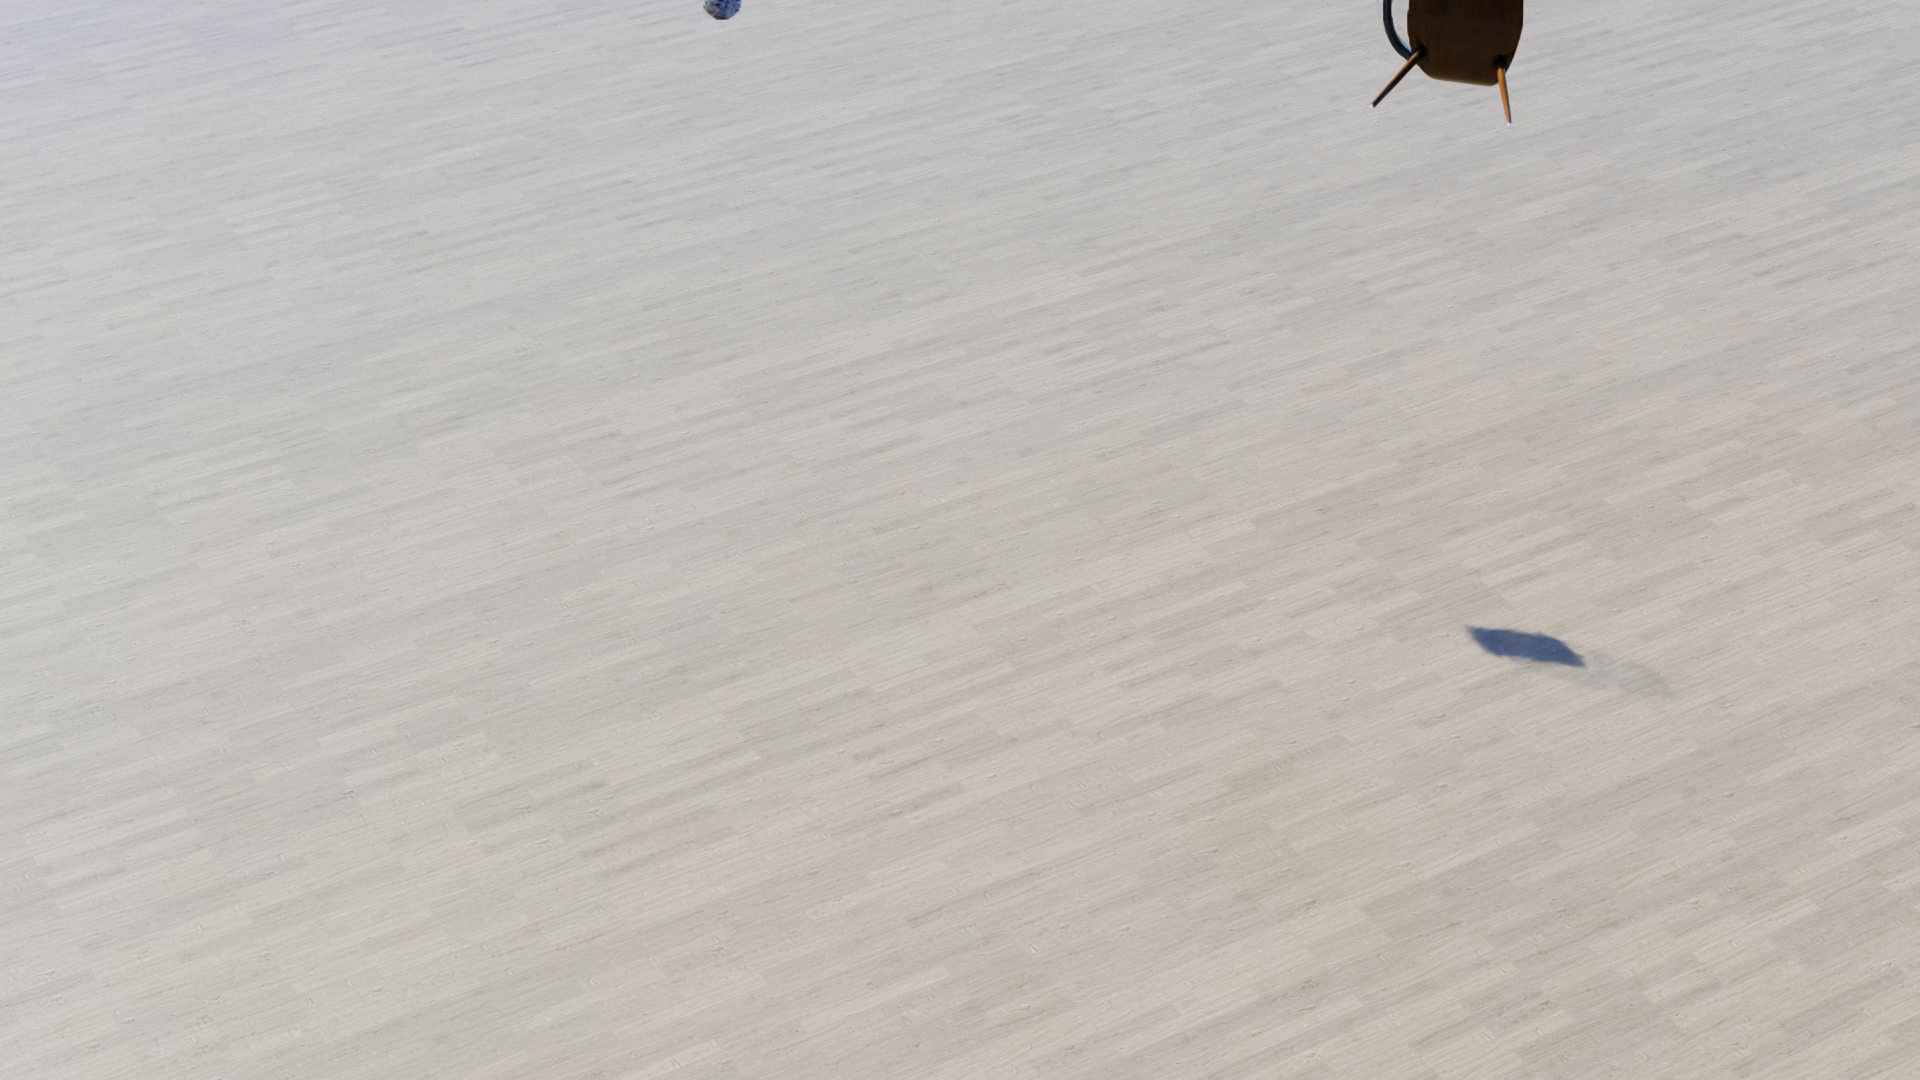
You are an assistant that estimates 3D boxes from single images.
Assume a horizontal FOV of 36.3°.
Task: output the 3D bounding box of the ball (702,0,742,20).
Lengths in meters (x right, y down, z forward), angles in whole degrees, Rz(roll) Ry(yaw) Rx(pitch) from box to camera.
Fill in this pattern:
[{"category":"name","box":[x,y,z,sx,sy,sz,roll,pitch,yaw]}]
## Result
[{"category":"ball","box":[-0.652,-1.476,8.018,0.108,0.108,0.108,0,33,0]}]
